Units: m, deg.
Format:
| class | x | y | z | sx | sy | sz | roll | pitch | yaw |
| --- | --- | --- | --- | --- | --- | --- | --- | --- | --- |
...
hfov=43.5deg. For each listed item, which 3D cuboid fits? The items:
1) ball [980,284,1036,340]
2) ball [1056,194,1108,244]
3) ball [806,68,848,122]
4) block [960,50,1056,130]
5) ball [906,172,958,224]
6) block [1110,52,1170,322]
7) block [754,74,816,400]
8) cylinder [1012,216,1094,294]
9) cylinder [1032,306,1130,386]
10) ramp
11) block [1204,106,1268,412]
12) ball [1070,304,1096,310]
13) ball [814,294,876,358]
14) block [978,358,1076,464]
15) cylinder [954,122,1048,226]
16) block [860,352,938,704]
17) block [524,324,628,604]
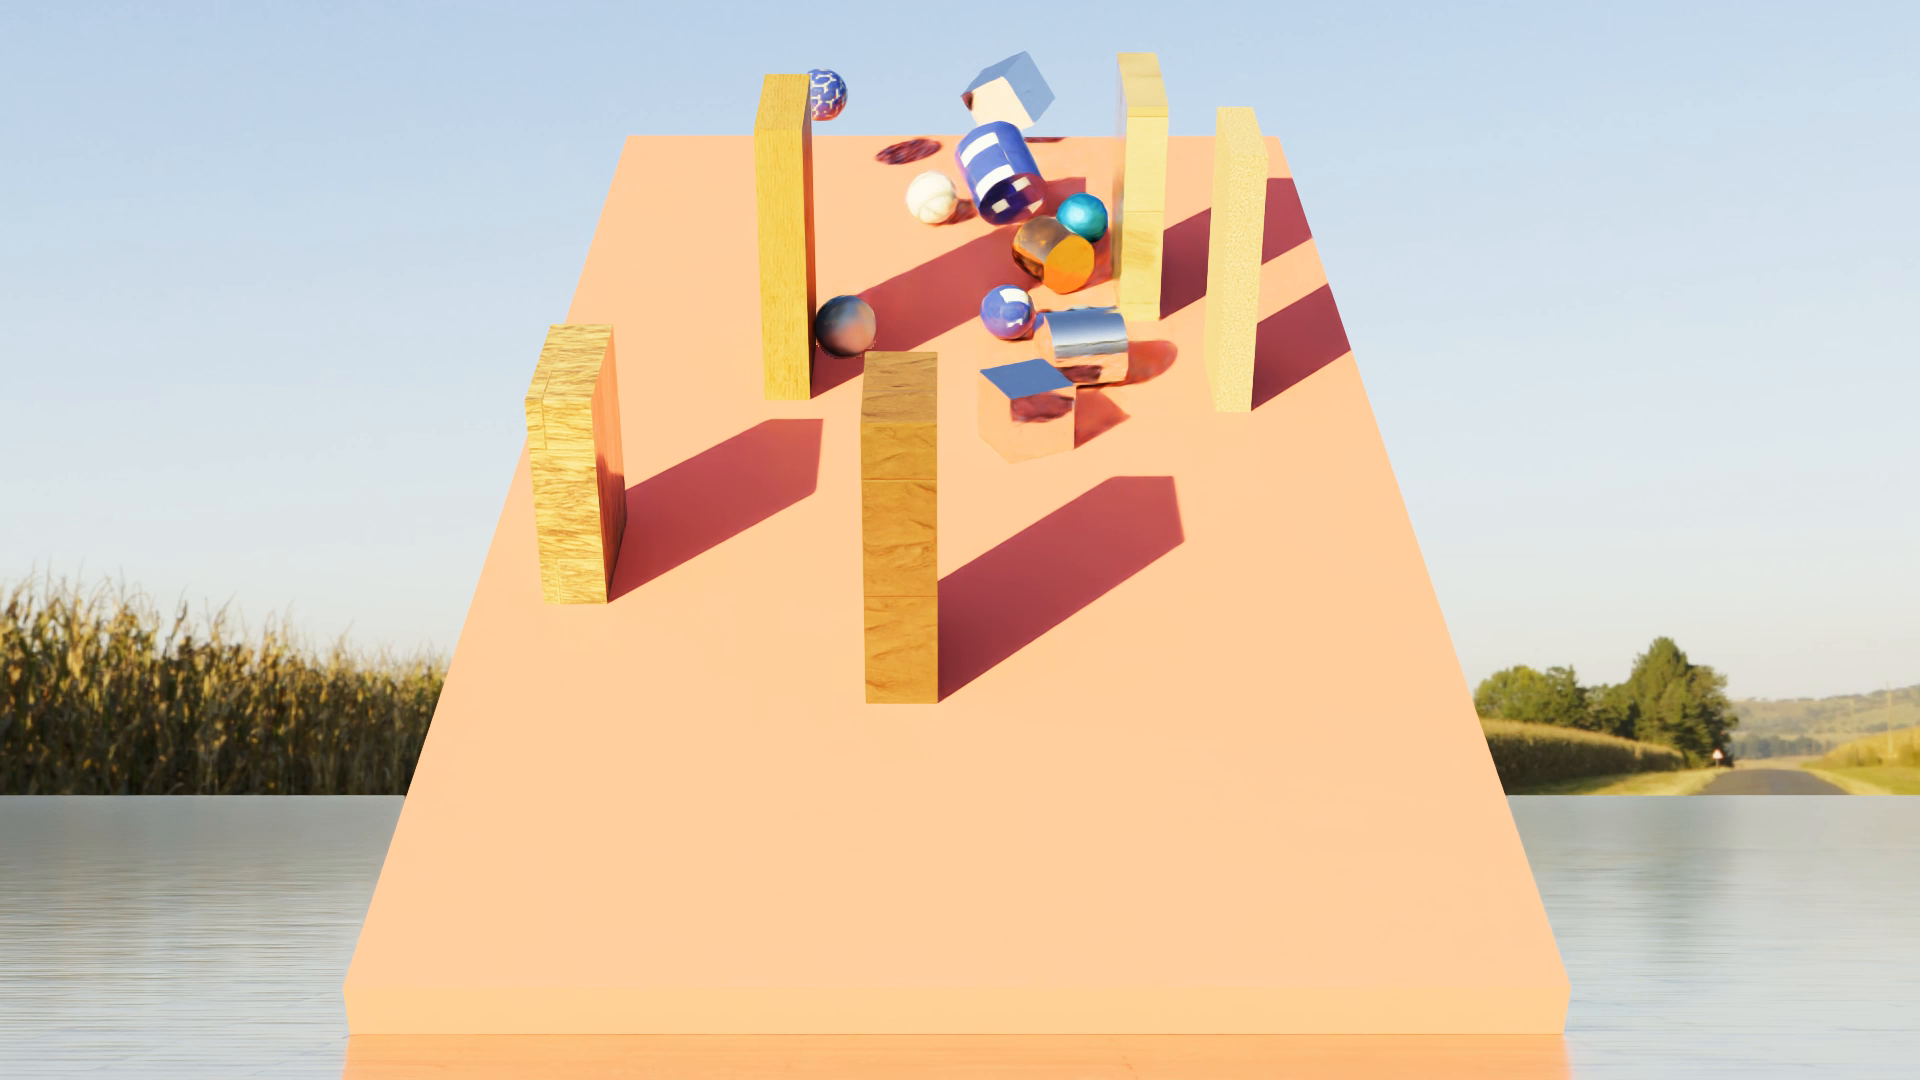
| class | x | y | z | sx | sy | sz | roll | pitch | yaw |
| --- | --- | --- | --- | --- | --- | --- | --- | --- | --- |
| ball | 0.120 | -0.575 | 6.084 | 0.140 | 0.140 | 0.140 | 0 | -6 | 0 |
| ball | 0.333 | -0.871 | 6.552 | 0.144 | 0.144 | 0.144 | 0 | -6 | 0 |
| ball | -0.396 | -1.273 | 6.889 | 0.151 | 0.151 | 0.151 | 0 | -6 | 0 |
| block | 0.146 | -1.345 | 7.310 | 0.174 | 0.174 | 0.174 | -17 | 27 | 39 |
| ball | -0.078 | -0.960 | 6.757 | 0.146 | 0.146 | 0.146 | 0 | -6 | 0 |
| block | 0.461 | -0.918 | 6.250 | 0.102 | 0.576 | 0.424 | 0 | 30 | 0 |
| block | -0.416 | -0.730 | 5.805 | 0.108 | 0.681 | 0.394 | 0 | 30 | 0 |
| cylinder | 0.247 | -0.755 | 6.367 | 0.158 | 0.158 | 0.158 | 4 | 24 | -36 |
| cylinder | 0.293 | -0.468 | 5.845 | 0.186 | 0.186 | 0.186 | 2 | -6 | -16 |
| ramp | -0.013 | -0.213 | 5.687 | 2.000 | 0.100 | 4.000 | 0 | 30 | 0 |
| block | 0.653 | -0.667 | 5.736 | 0.083 | 0.646 | 0.326 | 0 | 30 | 0 |
| ball | 0.303 | -0.533 | 6.034 | 0.117 | 0.117 | 0.117 | 0 | -6 | 0 |
| ball | -0.285 | -0.532 | 5.989 | 0.155 | 0.155 | 0.155 | 0 | -6 | 0 |
| block | 0.153 | -0.300 | 5.570 | 0.167 | 0.167 | 0.167 | -13 | 32 | -22 |
| cylinder | 0.114 | -1.027 | 6.746 | 0.204 | 0.204 | 0.204 | -17 | -32 | -11 |
| block | -0.113 | -0.022 | 4.632 | 0.139 | 0.607 | 0.303 | 0 | 30 | 0 |
| block | -0.794 | -0.160 | 5.014 | 0.130 | 0.467 | 0.366 | 0 | 30 | 0 |
